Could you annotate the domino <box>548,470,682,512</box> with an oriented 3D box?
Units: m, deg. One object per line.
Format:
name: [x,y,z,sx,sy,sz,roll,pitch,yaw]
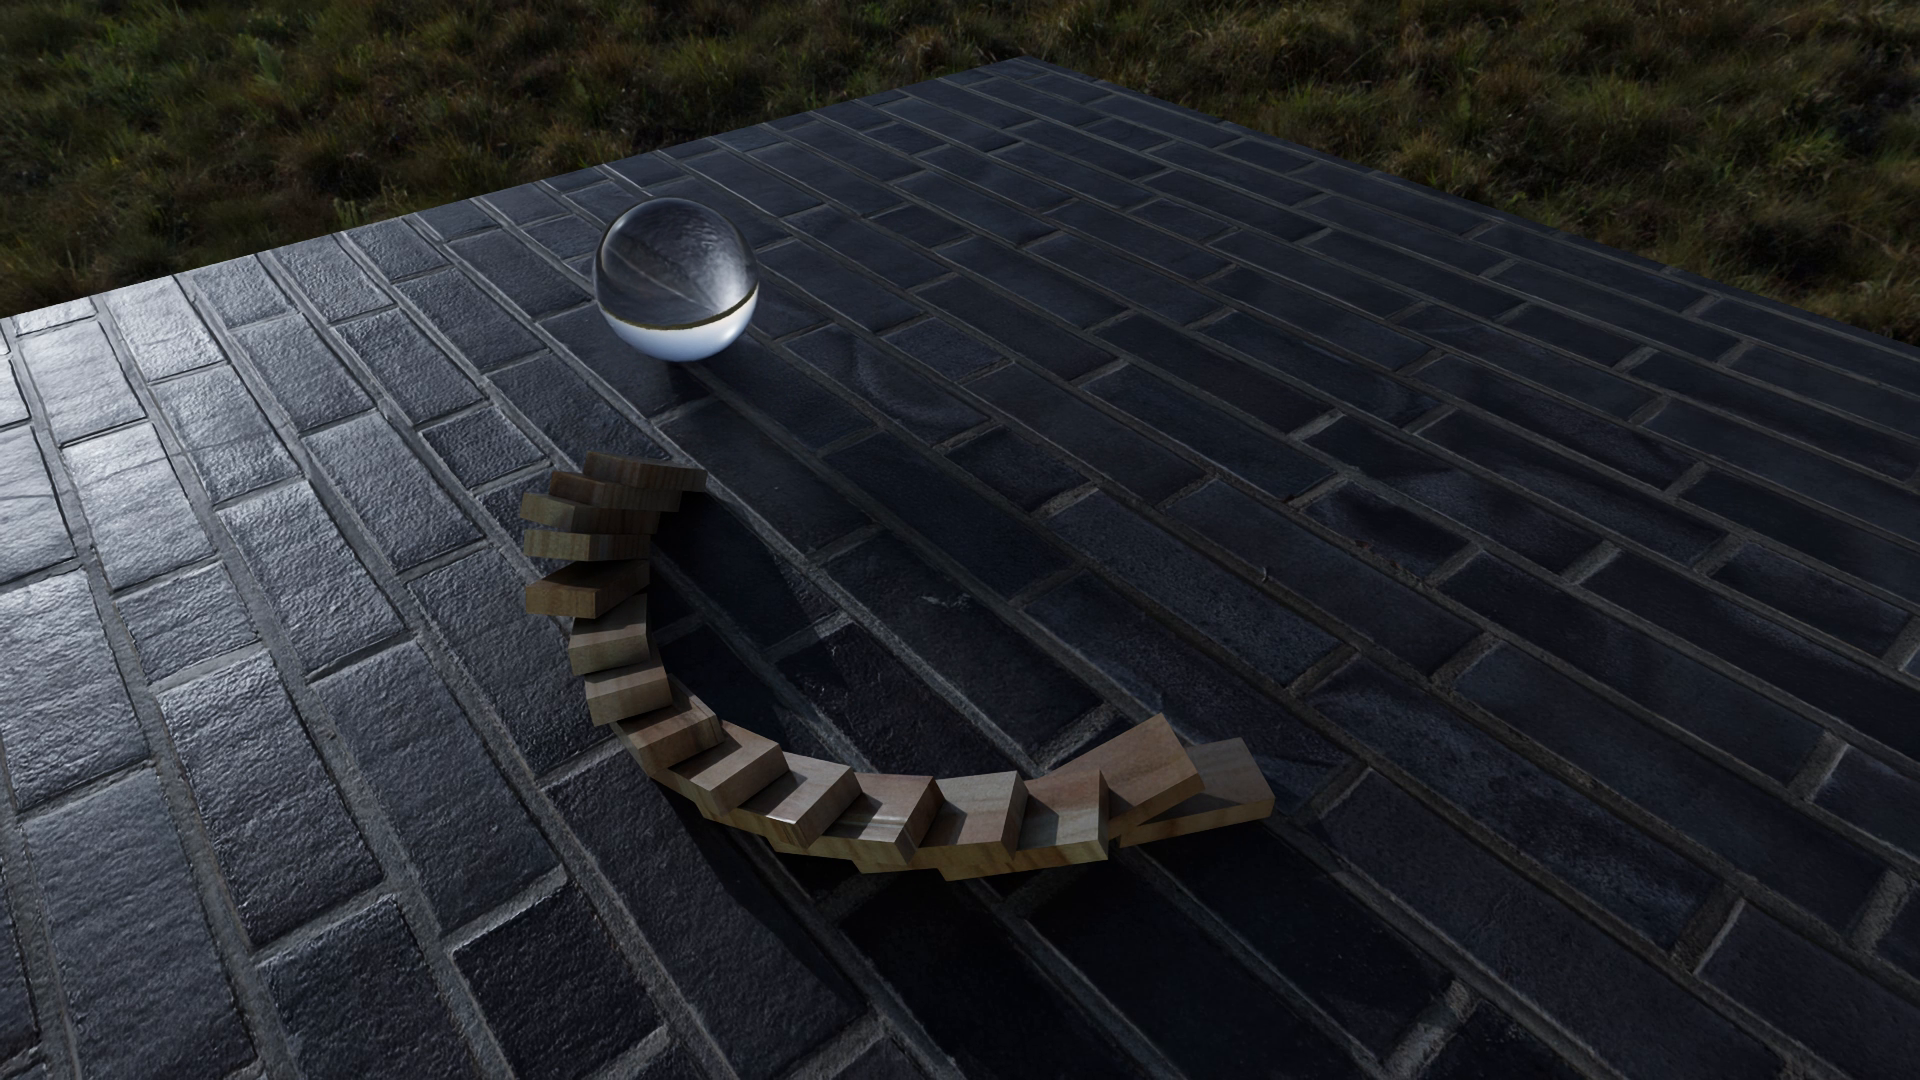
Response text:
domino: [-0.138,-0.019,0.444,0.025,0.009,0.050,14,4,20]

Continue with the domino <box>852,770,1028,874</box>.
domino: [-0.006,0.084,0.326,0.050,0.009,0.025,-12,34,25]

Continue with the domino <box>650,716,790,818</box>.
domino: [-0.078,0.069,0.343,0.025,0.009,0.050,-32,24,-33]

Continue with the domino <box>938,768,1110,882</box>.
domino: [0.019,0.085,0.326,0.050,0.009,0.025,-14,36,19]

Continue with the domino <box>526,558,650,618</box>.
domino: [-0.136,0.017,0.406,0.025,0.009,0.050,4,12,5]

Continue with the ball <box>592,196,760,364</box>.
ball: [-0.140,-0.128,0.544,0.080,0.080,0.080,0,39,0]

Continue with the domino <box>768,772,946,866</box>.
domino: [-0.032,0.082,0.328,0.050,0.009,0.025,-5,32,33]

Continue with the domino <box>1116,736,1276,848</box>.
domino: [0.070,0.079,0.347,0.050,0.010,0.025,-9,40,-10]

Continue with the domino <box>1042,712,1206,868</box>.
domino: [0.046,0.076,0.335,0.050,0.010,0.025,-29,41,2]

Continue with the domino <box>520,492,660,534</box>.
domino: [-0.144,-0.010,0.433,0.025,0.009,0.050,14,4,22]

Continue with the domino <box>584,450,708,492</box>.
domino: [-0.129,-0.028,0.455,0.025,0.009,0.050,14,4,17]

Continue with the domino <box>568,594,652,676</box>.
domino: [-0.123,0.032,0.388,0.025,0.010,0.050,-11,16,-13]

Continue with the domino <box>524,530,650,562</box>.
domino: [-0.140,0.002,0.418,0.025,0.010,0.050,5,1,9]

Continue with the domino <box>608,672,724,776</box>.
domino: [-0.097,0.059,0.356,0.025,0.010,0.050,-23,20,-25]

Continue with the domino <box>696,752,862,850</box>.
domino: [-0.056,0.077,0.334,0.050,0.009,0.025,1,32,42]

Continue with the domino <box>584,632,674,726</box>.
domino: [-0.113,0.046,0.371,0.025,0.009,0.050,-15,17,-17]
